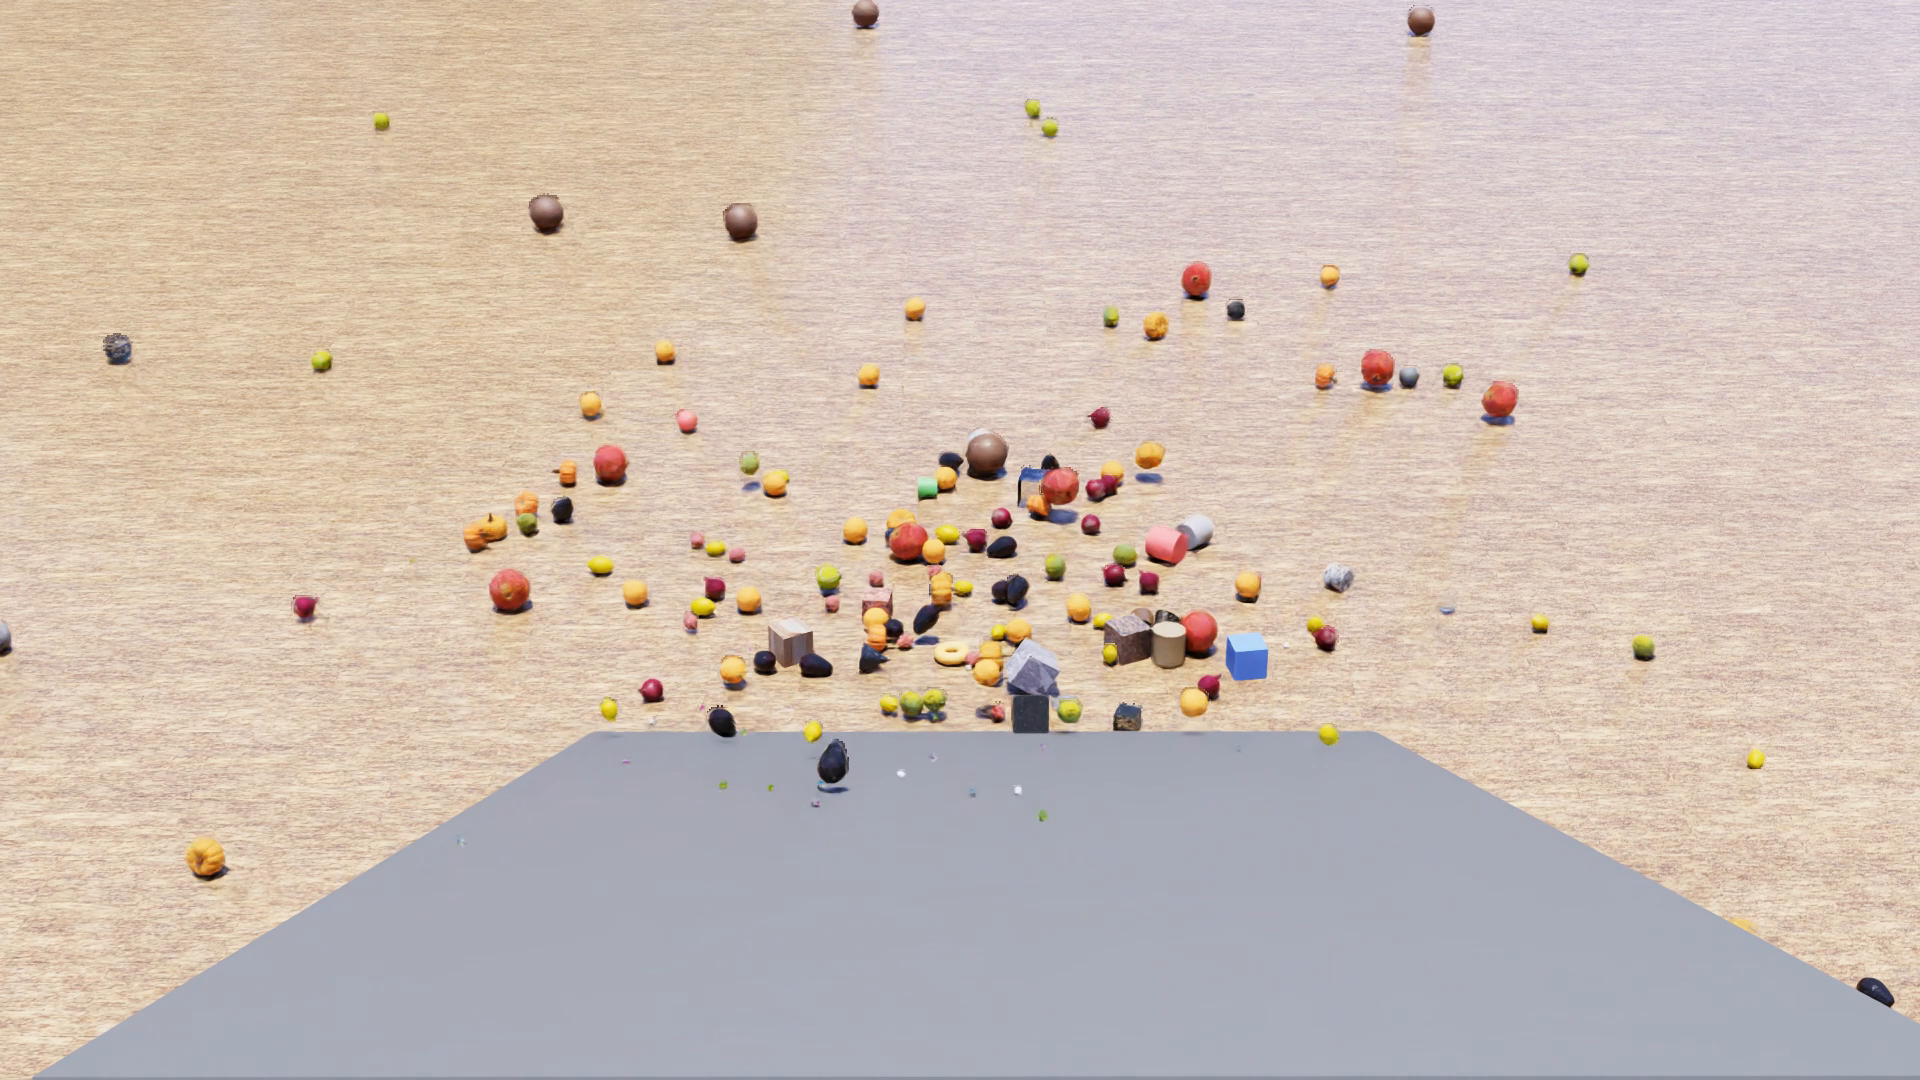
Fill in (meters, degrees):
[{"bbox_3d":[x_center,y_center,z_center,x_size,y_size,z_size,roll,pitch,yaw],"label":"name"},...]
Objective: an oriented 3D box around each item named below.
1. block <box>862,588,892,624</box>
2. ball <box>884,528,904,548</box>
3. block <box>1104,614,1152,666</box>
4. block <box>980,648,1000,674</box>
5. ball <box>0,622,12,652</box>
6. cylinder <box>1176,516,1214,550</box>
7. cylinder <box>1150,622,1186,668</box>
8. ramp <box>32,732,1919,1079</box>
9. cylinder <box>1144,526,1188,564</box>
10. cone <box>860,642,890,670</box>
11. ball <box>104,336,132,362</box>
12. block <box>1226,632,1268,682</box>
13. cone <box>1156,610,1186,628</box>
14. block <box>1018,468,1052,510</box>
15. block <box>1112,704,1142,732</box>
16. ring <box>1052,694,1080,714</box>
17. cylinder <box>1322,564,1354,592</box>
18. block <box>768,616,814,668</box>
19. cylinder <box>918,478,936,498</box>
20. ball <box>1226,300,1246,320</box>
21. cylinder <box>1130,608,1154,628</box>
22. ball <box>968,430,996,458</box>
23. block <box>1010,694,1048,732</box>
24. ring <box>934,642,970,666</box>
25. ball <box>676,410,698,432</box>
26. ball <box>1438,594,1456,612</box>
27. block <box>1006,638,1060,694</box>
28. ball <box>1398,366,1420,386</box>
[{"bbox_3d":[-0.233,0.186,7.288,0.075,0.075,0.075,3,28,6],"label":"block"},{"bbox_3d":[-0.194,-0.008,7.671,0.060,0.060,0.060,0,28,0],"label":"ball"},{"bbox_3d":[0.461,0.274,7.101,0.094,0.094,0.094,-14,31,-24],"label":"block"},{"bbox_3d":[0.082,0.328,7.045,0.051,0.051,0.051,2,28,4],"label":"block"},{"bbox_3d":[-2.660,0.268,7.120,0.087,0.087,0.087,0,28,0],"label":"ball"},{"bbox_3d":[0.697,-0.022,7.674,0.082,0.082,0.082,-25,37,-39],"label":"cylinder"},{"bbox_3d":[0.570,0.286,7.073,0.093,0.093,0.093,1,25,0],"label":"cylinder"},{"bbox_3d":[0.063,0.565,4.605,2.000,0.100,4.000,0,1,0],"label":"ramp"},{"bbox_3d":[0.607,0.014,7.594,0.093,0.093,0.093,18,33,30],"label":"cylinder"},{"bbox_3d":[-0.227,0.322,7.034,0.081,0.081,0.081,8,28,3],"label":"cone"},{"bbox_3d":[-2.888,-0.654,8.861,0.090,0.090,0.090,0,28,0],"label":"ball"},{"bbox_3d":[0.779,0.317,7.022,0.091,0.091,0.091,-4,28,-8],"label":"block"},{"bbox_3d":[0.563,0.261,7.180,0.096,0.096,0.096,18,59,30],"label":"cone"},{"bbox_3d":[0.231,-0.156,7.916,0.093,0.093,0.093,5,28,10],"label":"block"},{"bbox_3d":[0.438,0.473,6.760,0.060,0.060,0.060,10,29,18],"label":"block"},{"bbox_3d":[0.282,0.437,6.868,0.075,0.025,0.075,-1,29,0],"label":"ring"},{"bbox_3d":[1.089,0.109,7.447,0.062,0.062,0.062,23,35,36],"label":"cylinder"},{"bbox_3d":[-0.464,0.281,7.091,0.091,0.091,0.091,-16,32,-27],"label":"block"},{"bbox_3d":[-0.101,-0.160,7.962,0.057,0.057,0.057,-1,28,-2],"label":"cylinder"},{"bbox_3d":[0.983,-0.819,9.196,0.068,0.068,0.068,0,28,0],"label":"ball"},{"bbox_3d":[0.506,0.237,7.194,0.073,0.073,0.073,1,28,3],"label":"cylinder"},{"bbox_3d":[0.067,-0.307,8.205,0.090,0.090,0.090,0,28,0],"label":"ball"},{"bbox_3d":[0.178,0.444,6.617,0.090,0.090,0.090,0,0,-3],"label":"block"},{"bbox_3d":[-0.021,0.311,7.096,0.100,0.033,0.100,-2,27,1],"label":"ring"},{"bbox_3d":[-0.884,-0.386,8.378,0.067,0.067,0.067,0,28,0],"label":"ball"},{"bbox_3d":[1.381,0.180,7.326,0.051,0.051,0.051,0,28,0],"label":"ball"},{"bbox_3d":[0.195,0.344,6.924,0.098,0.098,0.098,28,21,-19],"label":"block"},{"bbox_3d":[1.509,-0.550,8.688,0.068,0.068,0.068,0,28,0],"label":"ball"}]
